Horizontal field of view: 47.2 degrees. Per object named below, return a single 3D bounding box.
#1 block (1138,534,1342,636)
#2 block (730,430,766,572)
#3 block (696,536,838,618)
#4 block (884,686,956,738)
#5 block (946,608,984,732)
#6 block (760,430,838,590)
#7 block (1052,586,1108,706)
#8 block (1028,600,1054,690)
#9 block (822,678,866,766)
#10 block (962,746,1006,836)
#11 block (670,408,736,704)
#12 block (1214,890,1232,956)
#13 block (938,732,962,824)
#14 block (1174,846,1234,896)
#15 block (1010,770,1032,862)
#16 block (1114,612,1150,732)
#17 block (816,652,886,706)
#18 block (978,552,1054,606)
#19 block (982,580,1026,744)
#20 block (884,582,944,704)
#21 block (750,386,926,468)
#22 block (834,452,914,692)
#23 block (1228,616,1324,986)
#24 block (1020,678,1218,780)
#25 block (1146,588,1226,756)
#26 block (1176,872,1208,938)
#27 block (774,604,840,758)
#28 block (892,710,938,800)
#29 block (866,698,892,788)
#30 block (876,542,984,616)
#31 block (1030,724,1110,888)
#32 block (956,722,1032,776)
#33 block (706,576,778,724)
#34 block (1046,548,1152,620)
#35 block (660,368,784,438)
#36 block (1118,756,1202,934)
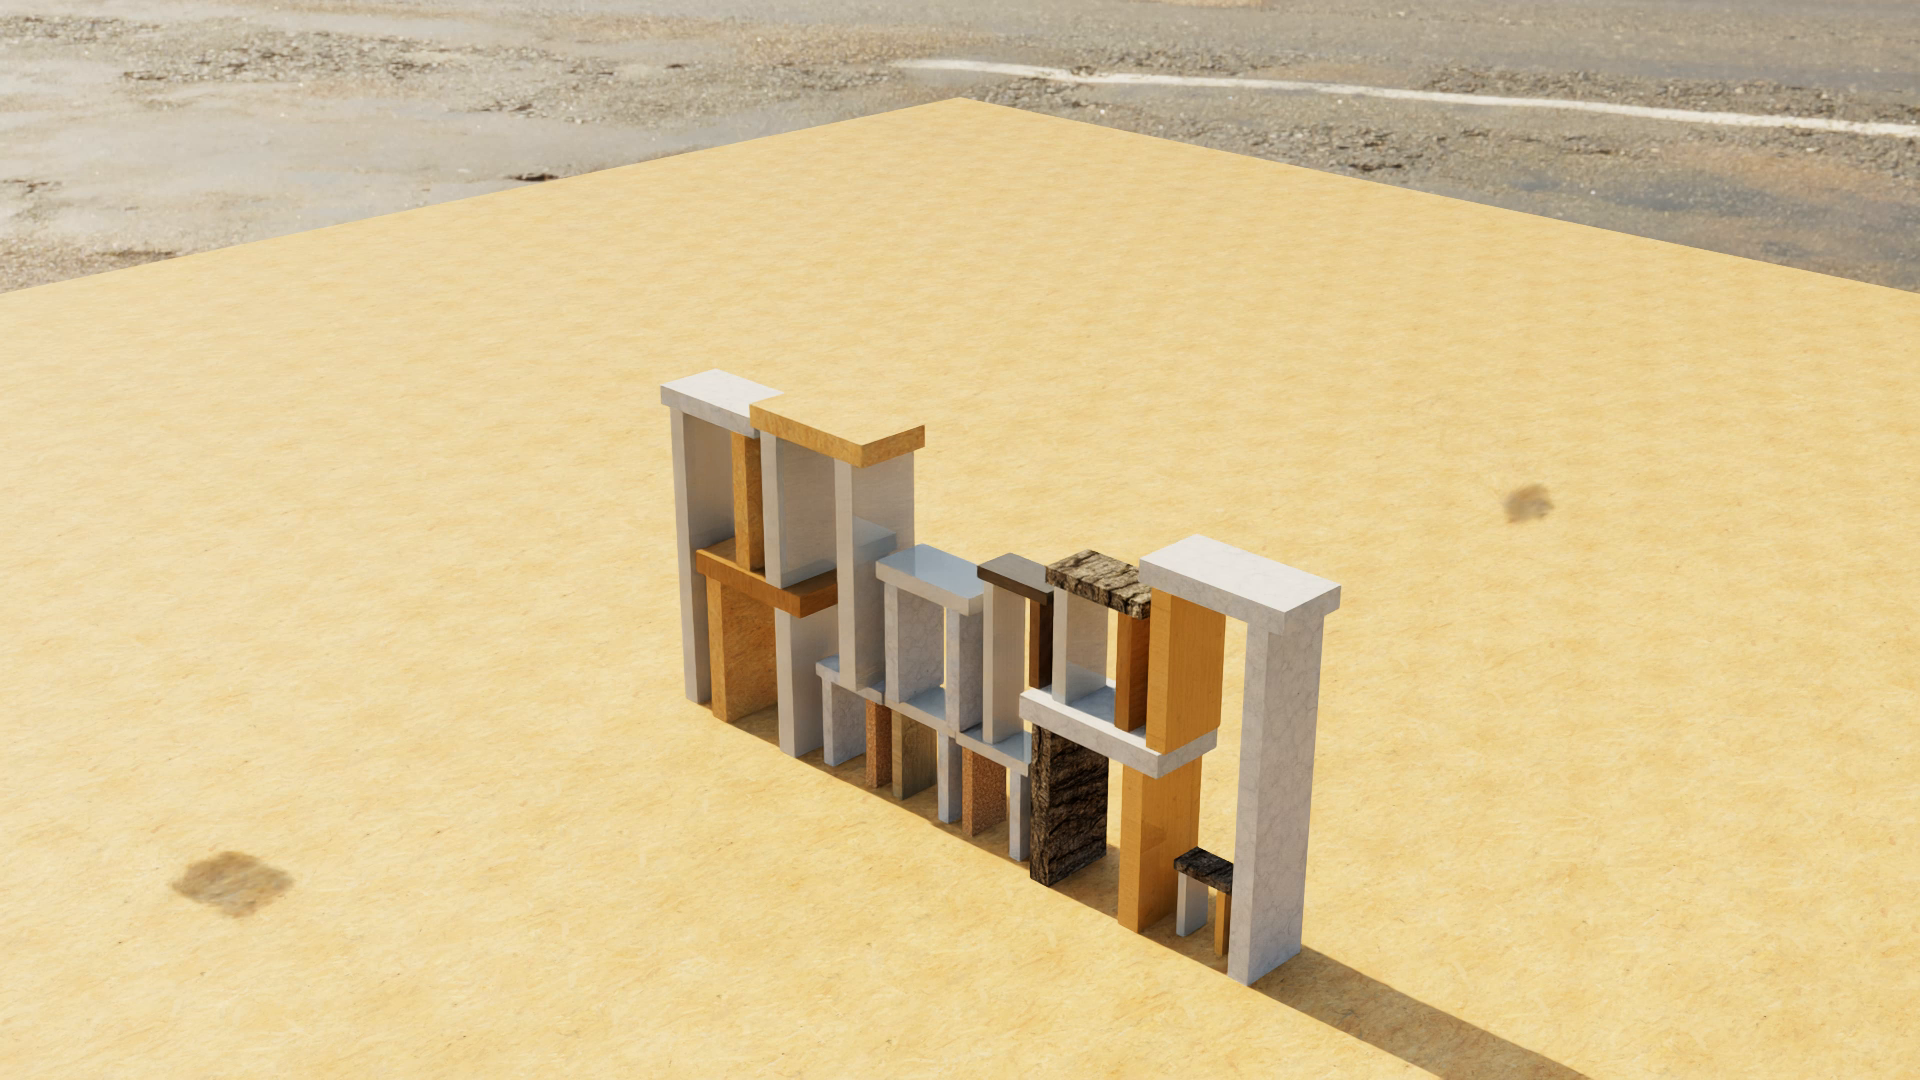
[{"bbox_3d":[0.474,0.073,3.747,0.156,0.044,0.312,-21,31,-41],"label":"block"},{"bbox_3d":[-0.402,-0.100,4.619,0.043,0.304,0.152,21,31,41],"label":"block"},{"bbox_3d":[-0.388,0.069,4.670,0.338,0.048,0.169,21,31,41],"label":"block"},{"bbox_3d":[-0.045,0.336,4.418,0.201,0.028,0.100,21,31,40],"label":"block"},{"bbox_3d":[0.031,0.234,4.292,0.036,0.257,0.129,22,31,41],"label":"block"},{"bbox_3d":[-0.327,-0.083,4.537,0.048,0.337,0.168,21,31,41],"label":"block"},{"bbox_3d":[0.223,0.178,4.061,0.115,0.230,0.033,-21,31,-41],"label":"block"},{"bbox_3d":[0.170,0.182,4.118,0.025,0.179,0.090,21,31,41],"label":"block"},{"bbox_3d":[-0.242,0.368,4.637,0.100,0.201,0.028,-21,31,-41],"label":"block"},{"bbox_3d":[0.049,0.484,4.371,0.028,0.194,0.097,21,31,41],"label":"block"},{"bbox_3d":[-0.546,0.021,4.826,0.043,0.691,0.152,21,31,41],"label":"block"},{"bbox_3d":[0.491,0.682,3.984,0.019,0.133,0.067,21,31,41],"label":"block"},{"bbox_3d":[0.002,0.460,4.419,0.028,0.201,0.100,21,31,41],"label":"block"},{"bbox_3d":[0.460,0.599,3.983,0.133,0.019,0.067,21,31,41],"label":"block"},{"bbox_3d":[0.141,0.520,4.287,0.028,0.194,0.097,21,31,41],"label":"block"},{"bbox_3d":[0.332,0.221,3.961,0.033,0.230,0.115,21,31,41],"label":"block"},{"bbox_3d":[-0.194,0.281,4.548,0.100,0.028,0.201,-21,31,-41],"label":"block"},{"bbox_3d":[0.127,0.072,4.116,0.090,0.025,0.179,-21,31,-41],"label":"block"},{"bbox_3d":[0.085,0.224,4.227,0.025,0.341,0.090,21,31,41],"label":"block"},{"bbox_3d":[-0.091,0.187,4.404,0.036,0.257,0.129,21,31,41],"label":"block"},{"bbox_3d":[-0.247,-0.229,4.389,0.168,0.048,0.337,-21,31,-40],"label":"block"},{"bbox_3d":[-0.168,0.051,4.421,0.168,0.494,0.048,-21,31,-40],"label":"block"},{"bbox_3d":[0.548,0.443,3.824,0.044,0.697,0.156,21,31,41],"label":"block"},{"bbox_3d":[0.290,0.333,4.054,0.337,0.048,0.168,21,31,41],"label":"block"},{"bbox_3d":[0.401,0.209,3.885,0.044,0.312,0.156,21,31,41],"label":"block"},{"bbox_3d":[0.428,0.657,4.041,0.019,0.133,0.067,21,31,41],"label":"block"},{"bbox_3d":[-0.308,0.278,4.672,0.048,0.338,0.169,21,31,41],"label":"block"},{"bbox_3d":[-0.093,0.423,4.506,0.028,0.201,0.100,21,31,41],"label":"block"},{"bbox_3d":[-0.147,0.405,4.550,0.100,0.201,0.028,-21,31,-41],"label":"block"},{"bbox_3d":[-0.030,0.076,4.290,0.257,0.036,0.129,21,31,41],"label":"block"},{"bbox_3d":[0.210,0.479,4.202,0.048,0.337,0.168,21,31,41],"label":"block"},{"bbox_3d":[0.095,0.400,4.286,0.194,0.028,0.097,21,31,41],"label":"block"},{"bbox_3d":[-0.468,0.216,4.819,0.048,0.338,0.169,21,31,41],"label":"block"},{"bbox_3d":[0.277,0.079,3.960,0.115,0.033,0.230,-21,31,-41],"label":"block"},{"bbox_3d":[-0.474,-0.288,4.617,0.304,0.043,0.152,21,31,40],"label":"block"},{"bbox_3d":[0.369,0.541,4.056,0.048,0.337,0.168,21,31,41],"label":"block"}]
